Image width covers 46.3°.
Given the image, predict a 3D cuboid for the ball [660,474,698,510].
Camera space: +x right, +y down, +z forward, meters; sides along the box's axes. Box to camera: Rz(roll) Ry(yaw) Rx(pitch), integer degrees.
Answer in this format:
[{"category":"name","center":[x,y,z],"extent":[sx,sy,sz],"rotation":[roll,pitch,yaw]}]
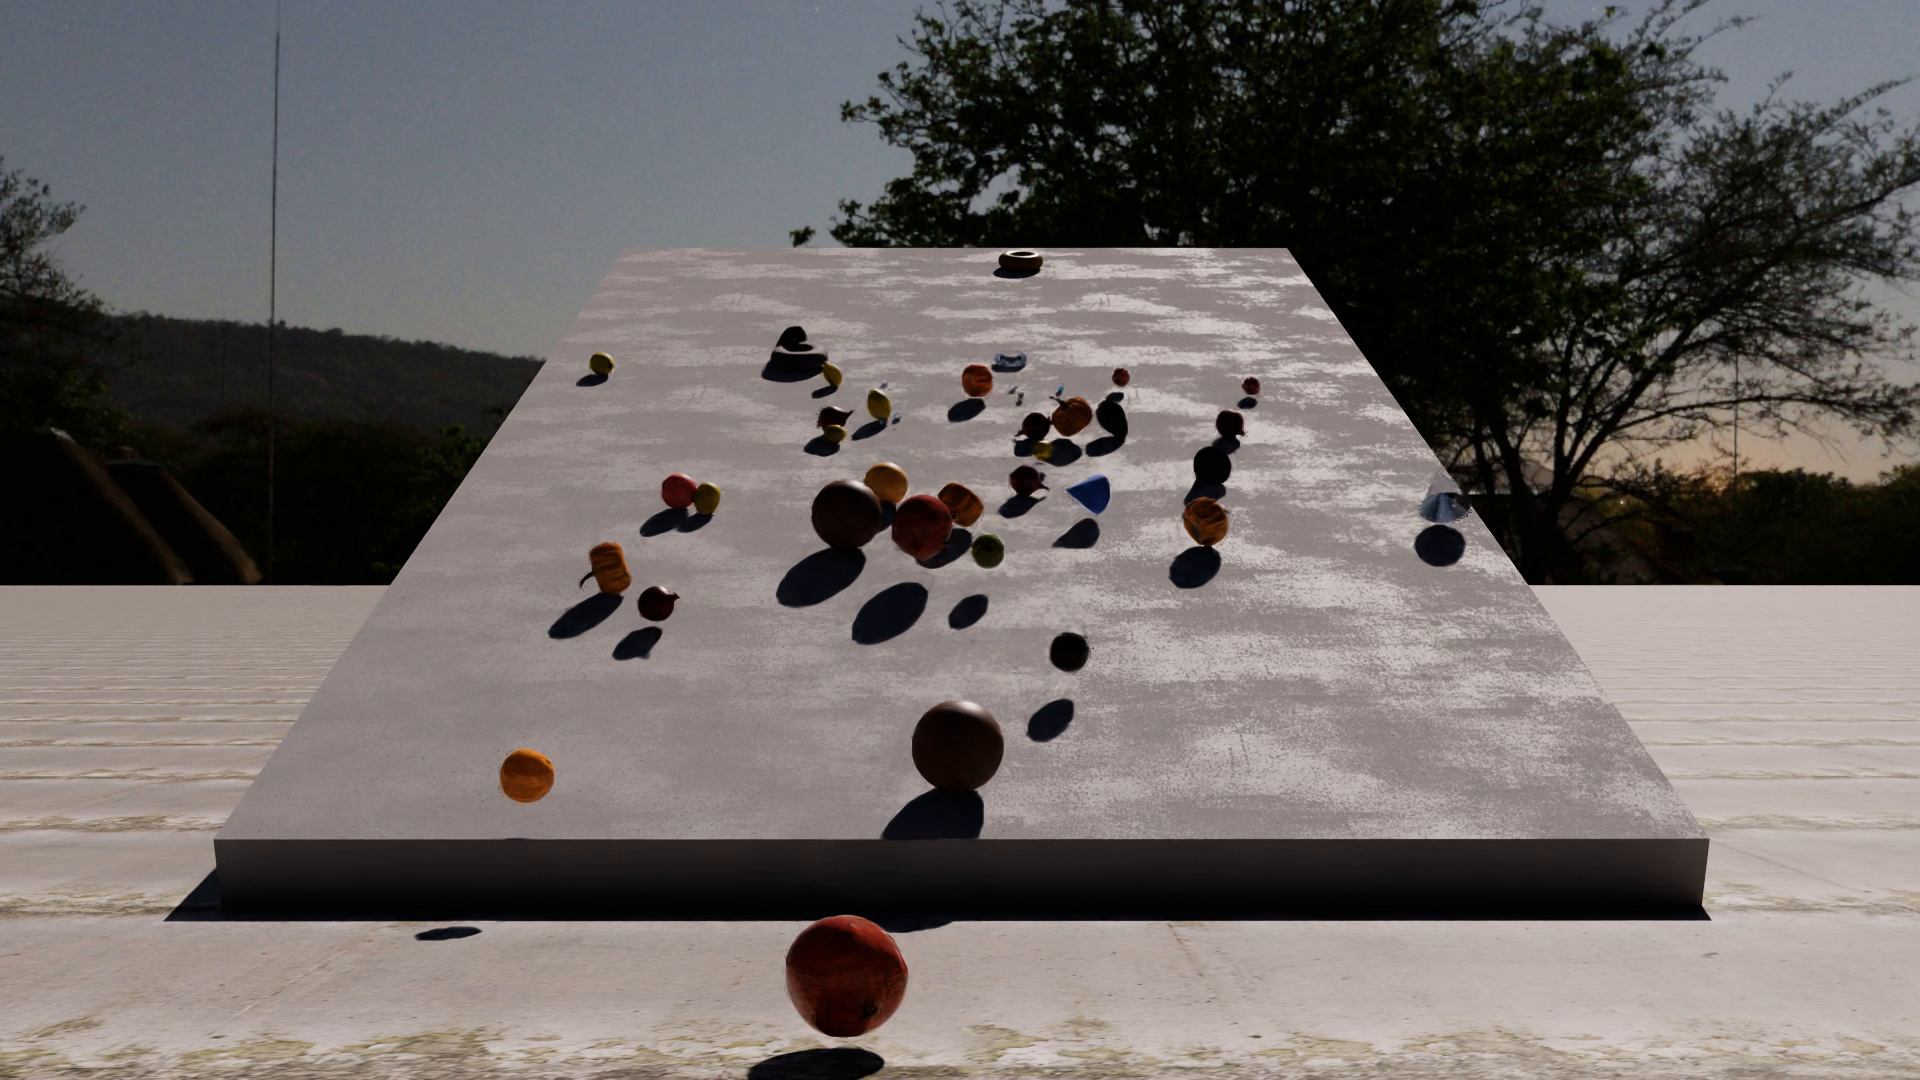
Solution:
[{"category":"ball","center":[-0.544,-0.094,4.351],"extent":[0.070,0.070,0.070],"rotation":[0,-1,0]}]

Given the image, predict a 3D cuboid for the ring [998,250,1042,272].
[{"category":"ring","center":[0.176,-0.808,6.506],"extent":[0.130,0.043,0.130],"rotation":[1,18,0]}]

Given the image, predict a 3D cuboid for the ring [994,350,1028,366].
[{"category":"ring","center":[0.123,-0.439,5.441],"extent":[0.080,0.027,0.080],"rotation":[0,20,0]}]

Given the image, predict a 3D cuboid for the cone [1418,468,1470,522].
[{"category":"cone","center":[0.914,-0.099,4.264],"extent":[0.095,0.095,0.095],"rotation":[0,-36,0]}]

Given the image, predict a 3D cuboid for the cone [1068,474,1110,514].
[{"category":"cone","center":[0.233,-0.092,4.287],"extent":[0.077,0.077,0.077],"rotation":[6,-4,-34]}]

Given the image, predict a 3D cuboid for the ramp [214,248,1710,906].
[{"category":"ramp","center":[-0.004,-0.194,4.913],"extent":[2.000,0.100,4.000],"rotation":[0,19,0]}]

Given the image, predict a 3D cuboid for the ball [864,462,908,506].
[{"category":"ball","center":[-0.144,-0.109,4.370],"extent":[0.086,0.086,0.086],"rotation":[0,-1,0]}]

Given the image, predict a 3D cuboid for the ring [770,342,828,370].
[{"category":"ring","center":[-0.388,-0.442,5.416],"extent":[0.139,0.046,0.139],"rotation":[-1,20,0]}]
